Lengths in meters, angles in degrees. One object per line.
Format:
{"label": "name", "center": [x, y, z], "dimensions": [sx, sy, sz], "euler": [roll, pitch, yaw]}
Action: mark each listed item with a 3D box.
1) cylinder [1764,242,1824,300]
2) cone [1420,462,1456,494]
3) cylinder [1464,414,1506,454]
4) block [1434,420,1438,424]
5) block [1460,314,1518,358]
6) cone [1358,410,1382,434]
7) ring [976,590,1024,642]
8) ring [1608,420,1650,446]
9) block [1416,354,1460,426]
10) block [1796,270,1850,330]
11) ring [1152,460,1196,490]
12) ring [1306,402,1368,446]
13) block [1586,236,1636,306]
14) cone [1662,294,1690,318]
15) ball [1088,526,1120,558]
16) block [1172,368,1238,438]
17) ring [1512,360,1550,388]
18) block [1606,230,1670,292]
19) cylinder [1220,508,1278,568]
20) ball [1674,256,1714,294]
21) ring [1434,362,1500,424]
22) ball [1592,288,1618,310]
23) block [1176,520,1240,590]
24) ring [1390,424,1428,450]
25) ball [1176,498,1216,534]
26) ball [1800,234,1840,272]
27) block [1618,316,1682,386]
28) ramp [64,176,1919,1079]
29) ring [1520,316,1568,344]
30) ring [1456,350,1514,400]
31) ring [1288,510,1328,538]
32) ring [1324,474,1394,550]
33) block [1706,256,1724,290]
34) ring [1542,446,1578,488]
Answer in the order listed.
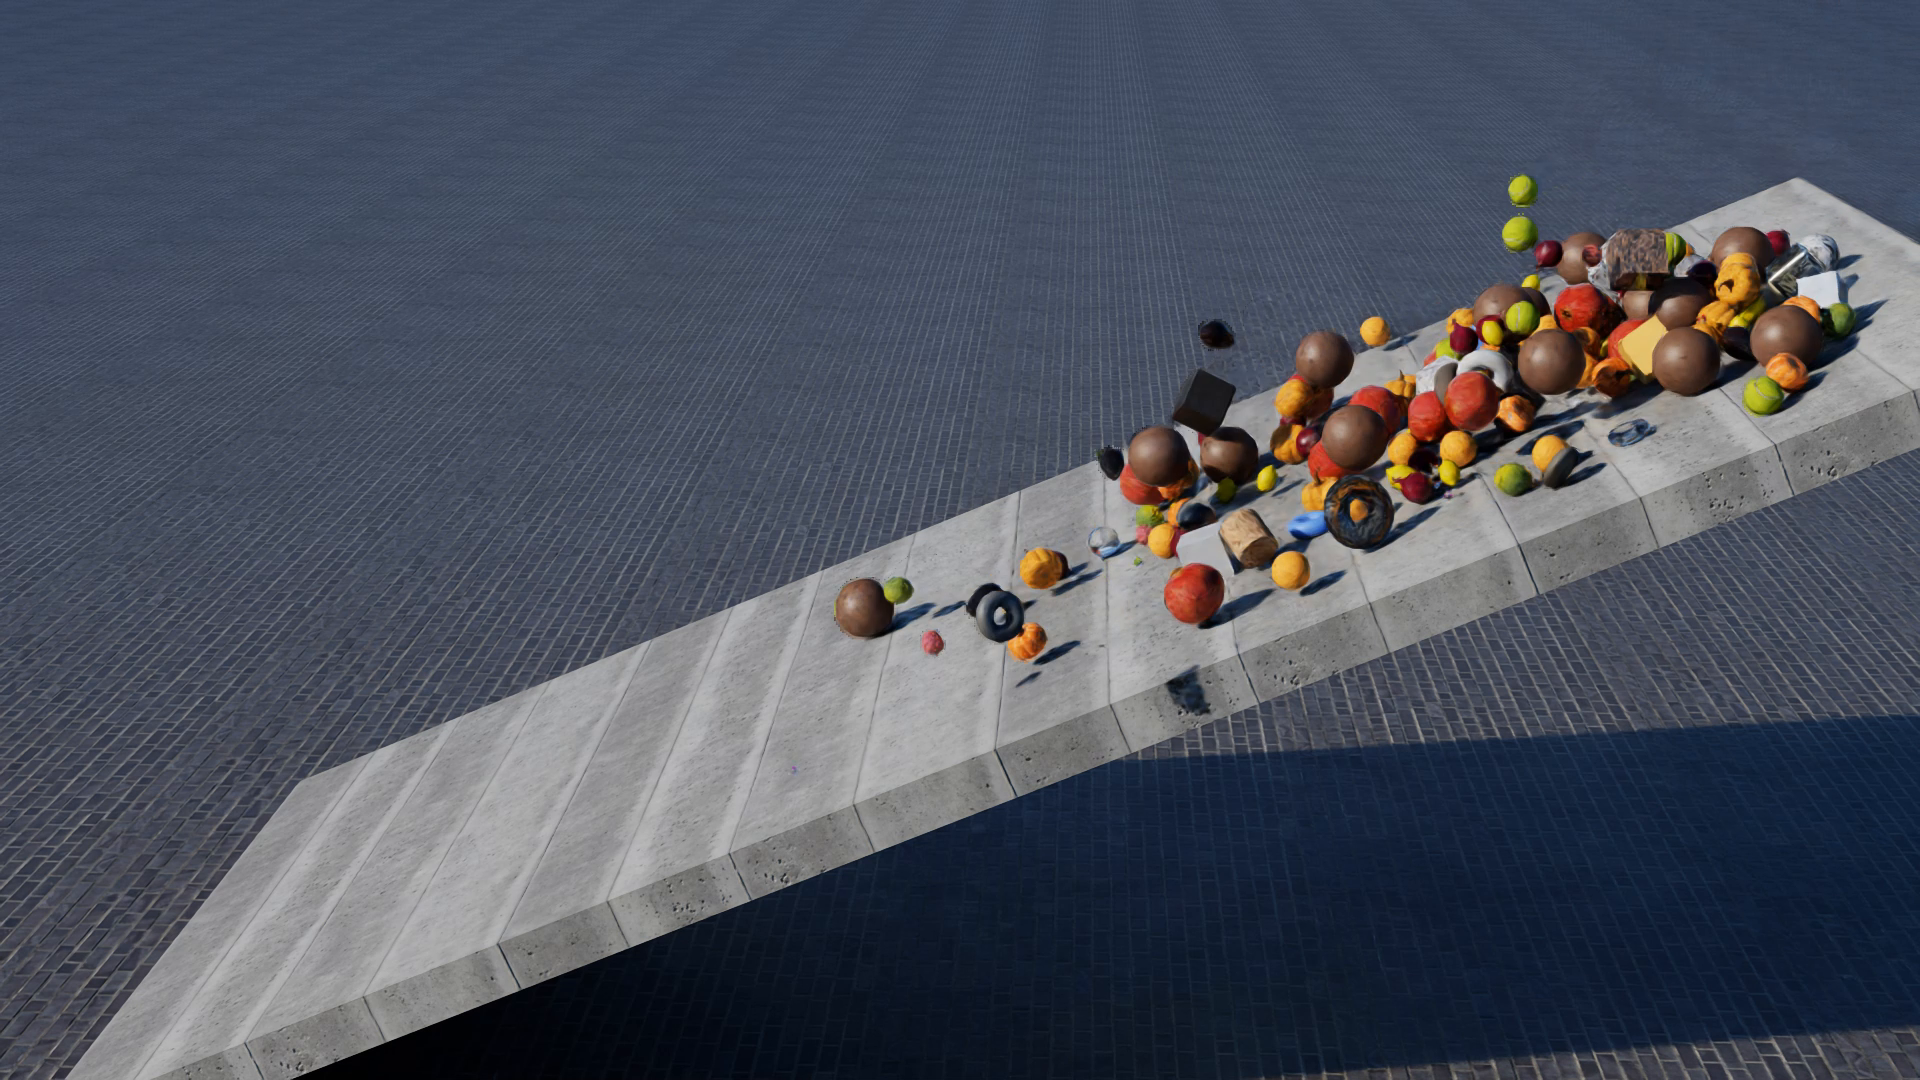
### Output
{"label": "cylinder", "center": [1.662, -0.536, 5.862], "dimensions": [0.083, 0.083, 0.083], "euler": [-41, -2, 24]}
{"label": "cone", "center": [0.938, -0.126, 5.720], "dimensions": [0.062, 0.062, 0.062], "euler": [-8, 16, -14]}
{"label": "cylinder", "center": [1.041, -0.209, 5.836], "dimensions": [0.060, 0.060, 0.060], "euler": [-30, 20, -6]}
{"label": "block", "center": [1.017, -0.301, 6.150], "dimensions": [0.084, 0.084, 0.084], "euler": [-22, -7, 8]}
{"label": "block", "center": [1.164, -0.434, 6.471], "dimensions": [0.084, 0.084, 0.084], "euler": [-26, 10, 30]}
{"label": "cone", "center": [0.877, -0.259, 6.360], "dimensions": [0.052, 0.052, 0.052], "euler": [-3, 11, -11]}
{"label": "ring", "center": [0.069, 0.131, 5.075], "dimensions": [0.091, 0.091, 0.030], "euler": [-6, -4, -23]}
{"label": "ring", "center": [1.250, -0.200, 5.493], "dimensions": [0.080, 0.027, 0.080], "euler": [-24, 12, 5]}
{"label": "block", "center": [0.999, -0.306, 6.022], "dimensions": [0.093, 0.093, 0.093], "euler": [-33, 42, -32]}
{"label": "block", "center": [1.653, -0.458, 5.628], "dimensions": [0.075, 0.075, 0.075], "euler": [-13, -30, 29]}
{"label": "ring", "center": [0.483, -0.148, 6.653], "dimensions": [0.110, 0.037, 0.110], "euler": [-26, 10, 5]}
{"label": "ring", "center": [0.826, -0.253, 6.439], "dimensions": [0.147, 0.049, 0.147], "euler": [-26, 11, 6]}
{"label": "block", "center": [1.398, -0.573, 6.232], "dimensions": [0.096, 0.096, 0.096], "euler": [36, 28, -11]}
{"label": "cone", "center": [1.512, -0.501, 6.173], "dimensions": [0.053, 0.053, 0.053], "euler": [-41, -5, 27]}
{"label": "ball", "center": [0.307, 0.004, 6.272], "dimensions": [0.066, 0.066, 0.066], "euler": [0, 14, 0]}
{"label": "block", "center": [0.523, -0.295, 6.312], "dimensions": [0.093, 0.093, 0.093], "euler": [26, -21, -5]}
{"label": "ring", "center": [1.201, -0.351, 6.203], "dimensions": [0.097, 0.032, 0.097], "euler": [-24, 12, 5]}
{"label": "block", "center": [1.355, -0.559, 5.884], "dimensions": [0.094, 0.094, 0.094], "euler": [-1, -17, -4]}
{"label": "cylinder", "center": [0.560, -0.003, 5.693], "dimensions": [0.082, 0.082, 0.082], "euler": [-7, 45, -26]}
{"label": "ball", "center": [1.517, -0.548, 6.077], "dimensions": [0.081, 0.081, 0.081], "euler": [0, 14, 0]}
{"label": "ring", "center": [1.015, -0.295, 5.893], "dimensions": [0.149, 0.050, 0.149], "euler": [19, 42, -19]}
{"label": "ball", "center": [1.429, -0.540, 6.500], "dimensions": [0.063, 0.063, 0.063], "euler": [0, 14, 0]}
{"label": "block", "center": [0.488, 0.029, 5.780], "dimensions": [0.090, 0.090, 0.090], "euler": [-20, 13, 17]}
{"label": "ring", "center": [0.935, -0.215, 6.128], "dimensions": [0.083, 0.028, 0.083], "euler": [-23, 11, 5]}
{"label": "ball", "center": [0.490, -0.045, 6.099], "dimensions": [0.084, 0.084, 0.084], "euler": [0, 14, 0]}
{"label": "ball", "center": [1.757, -0.585, 6.030], "dimensions": [0.088, 0.088, 0.088], "euler": [0, 14, 0]}
{"label": "block", "center": [1.349, -0.370, 5.750], "dimensions": [0.087, 0.087, 0.087], "euler": [-36, -15, 4]}
{"label": "ramp", "center": [0.128, 0.172, 6.287], "dimensions": [4.000, 0.100, 2.000], "euler": [-22, 12, 8]}
{"label": "ring", "center": [1.288, -0.463, 6.498], "dimensions": [0.111, 0.037, 0.111], "euler": [-21, 12, 5]}
{"label": "ring", "center": [1.022, -0.322, 5.723], "dimensions": [0.111, 0.111, 0.037], "euler": [4, 38, 15]}
{"label": "ring", "center": [0.691, -0.031, 5.786], "dimensions": [0.097, 0.032, 0.097], "euler": [-15, 13, 4]}
{"label": "ring", "center": [0.747, -0.053, 5.508], "dimensions": [0.143, 0.143, 0.048], "euler": [-6, -7, -23]}
{"label": "block", "center": [1.604, -0.572, 6.335], "dimensions": [0.054, 0.054, 0.054], "euler": [-15, 15, 33]}
{"label": "ring", "center": [1.100, -0.134, 5.385], "dimensions": [0.029, 0.087, 0.087], "euler": [38, 31, 22]}
